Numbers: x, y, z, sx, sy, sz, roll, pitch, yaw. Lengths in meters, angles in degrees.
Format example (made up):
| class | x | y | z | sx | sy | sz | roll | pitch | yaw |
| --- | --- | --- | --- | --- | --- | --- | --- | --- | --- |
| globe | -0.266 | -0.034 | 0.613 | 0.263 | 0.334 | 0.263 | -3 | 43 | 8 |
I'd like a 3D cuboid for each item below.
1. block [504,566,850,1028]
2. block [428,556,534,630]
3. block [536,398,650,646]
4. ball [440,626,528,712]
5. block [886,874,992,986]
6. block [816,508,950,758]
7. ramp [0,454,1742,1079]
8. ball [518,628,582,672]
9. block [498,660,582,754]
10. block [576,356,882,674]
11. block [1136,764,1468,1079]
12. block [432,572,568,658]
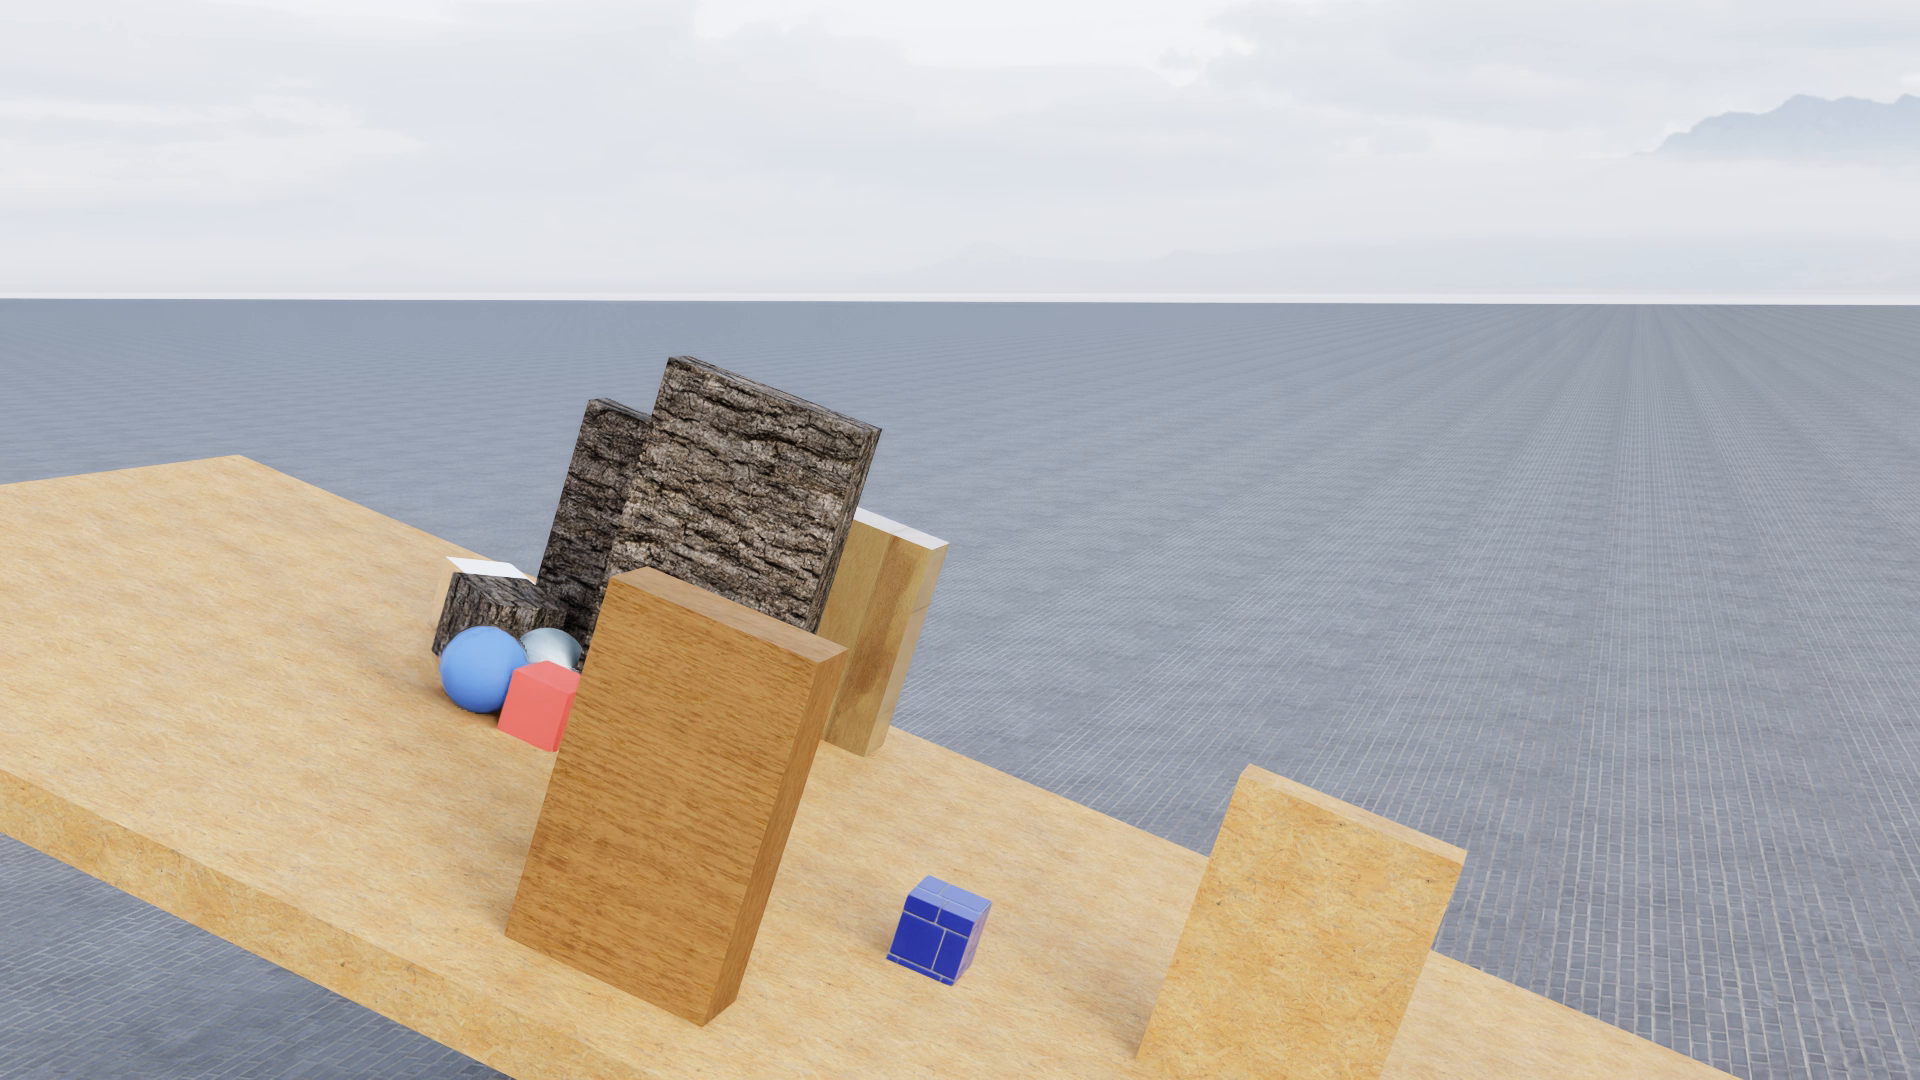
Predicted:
| class | x | y | z | sx | sy | sz | roll | pitch | yaw |
| --- | --- | --- | --- | --- | --- | --- | --- | --- | --- |
| block | -0.448 | 0.399 | 3.451 | 0.360 | 0.616 | 0.132 | 21 | 12 | 14 |
| block | -1.040 | 0.146 | 4.812 | 0.159 | 0.159 | 0.159 | 7 | 16 | -42 |
| block | -0.747 | 0.025 | 4.715 | 0.260 | 0.604 | 0.082 | 21 | 12 | 14 |
| ball | -0.954 | 0.258 | 4.403 | 0.173 | 0.173 | 0.173 | 0 | 7 | 0 |
| block | -0.036 | 0.695 | 3.918 | 0.128 | 0.128 | 0.128 | 21 | 12 | 12 |
| block | -0.231 | 0.202 | 4.942 | 0.247 | 0.499 | 0.132 | 21 | 12 | 14 |
| ramp | -0.347 | 0.647 | 4.220 | 4.000 | 0.100 | 2.000 | 21 | 12 | 14 |
| ball | -0.855 | 0.264 | 4.545 | 0.165 | 0.165 | 0.165 | 0 | 7 | 0 |
| block | -0.819 | 0.331 | 4.385 | 0.128 | 0.128 | 0.128 | 22 | 12 | 16 |
| block | -0.486 | 0.078 | 4.414 | 0.434 | 0.791 | 0.097 | 21 | 12 | 14 |
| block | 0.578 | 0.711 | 3.749 | 0.391 | 0.544 | 0.094 | 21 | 12 | 14 |
| block | -0.975 | 0.192 | 4.650 | 0.181 | 0.181 | 0.181 | 7 | 16 | -42 |
